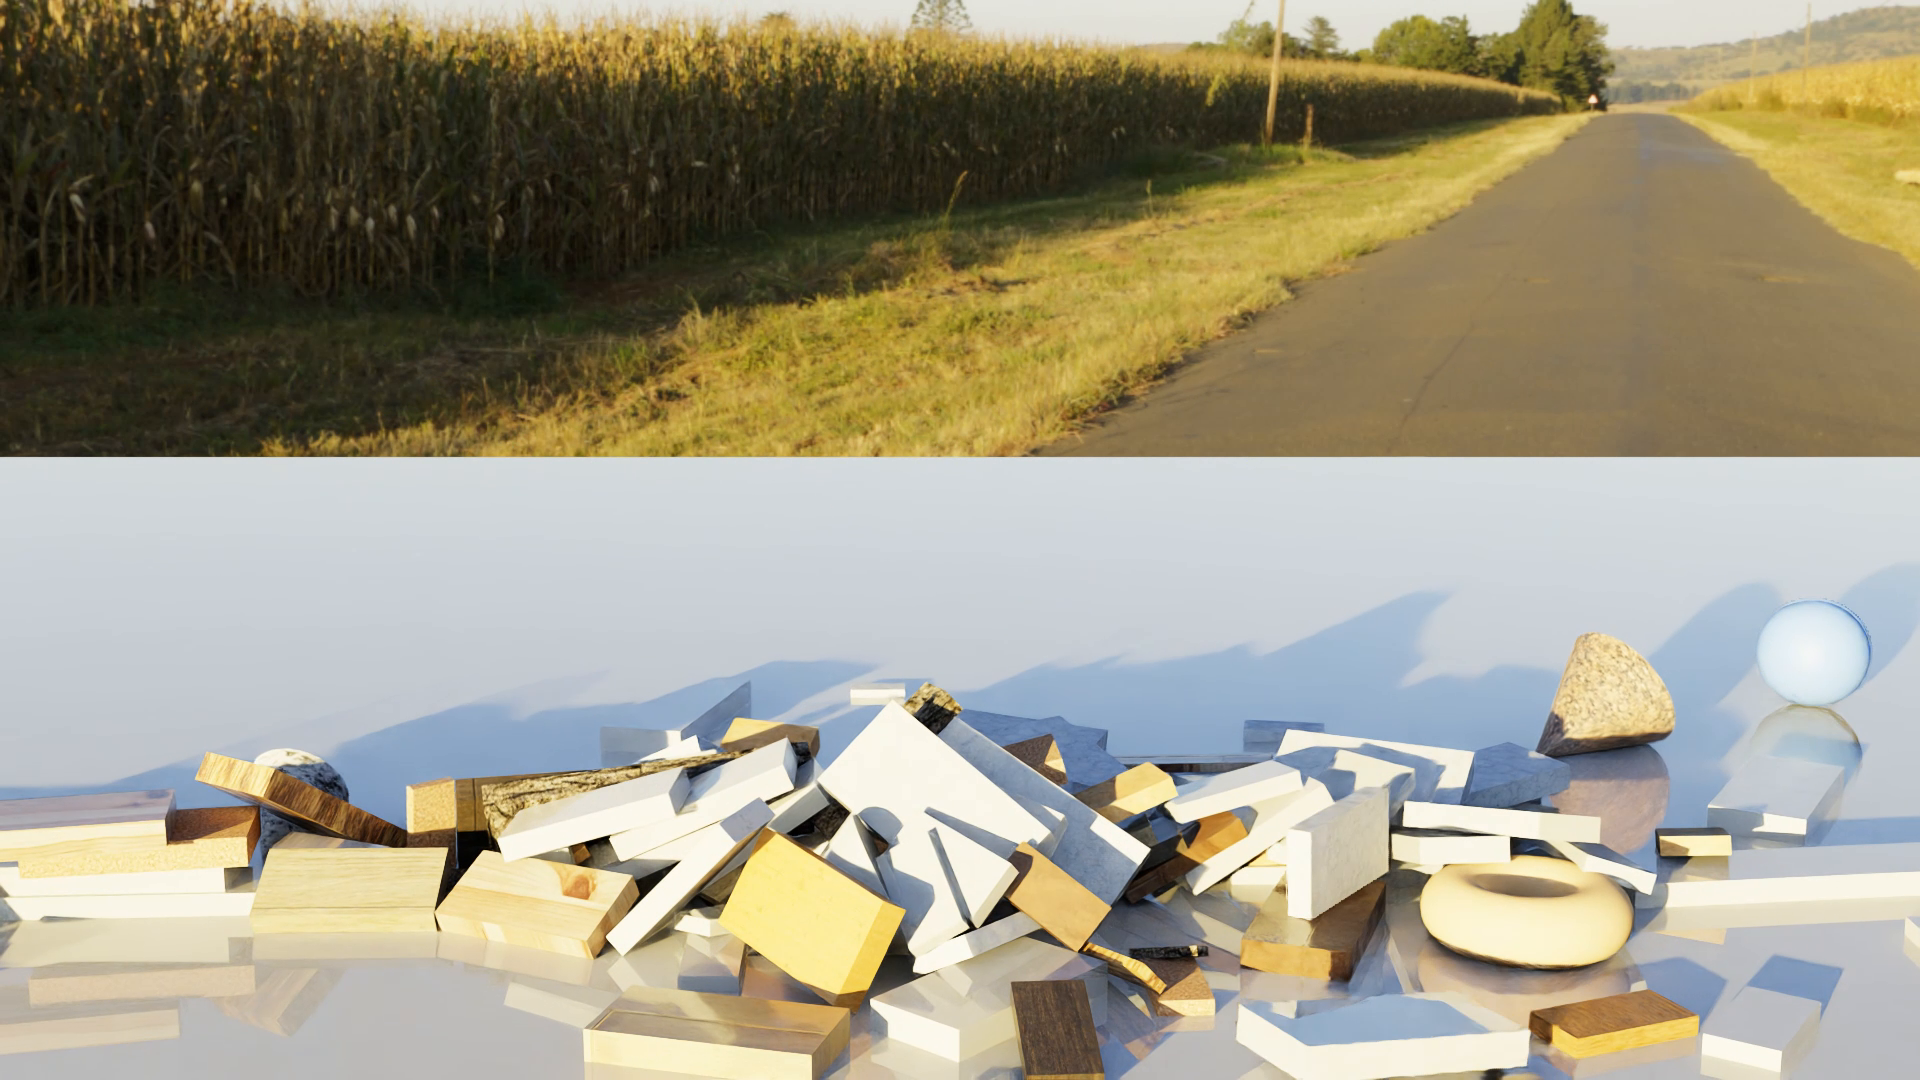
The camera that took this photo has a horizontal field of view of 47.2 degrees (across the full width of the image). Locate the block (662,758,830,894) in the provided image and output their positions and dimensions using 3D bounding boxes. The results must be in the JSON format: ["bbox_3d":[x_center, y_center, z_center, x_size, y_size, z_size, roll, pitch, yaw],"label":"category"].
[{"bbox_3d":[-0.356,0.486,3.660,0.307,0.043,0.153,-34,11,2],"label":"block"}]

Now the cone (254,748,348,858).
[{"bbox_3d":[-1.210,0.502,3.917,0.183,0.183,0.183,1,37,8],"label":"cone"}]

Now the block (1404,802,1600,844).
[{"bbox_3d":[0.887,0.463,3.612,0.145,0.041,0.290,8,-7,-34],"label":"block"}]

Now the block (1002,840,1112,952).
[{"bbox_3d":[0.136,0.539,3.318,0.168,0.084,0.024,36,-15,16],"label":"block"}]

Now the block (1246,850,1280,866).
[{"bbox_3d":[0.585,0.523,3.782,0.212,0.030,0.106,-1,11,-8],"label":"block"}]

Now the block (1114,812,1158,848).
[{"bbox_3d":[0.207,0.519,3.660,0.239,0.034,0.119,-24,11,2],"label":"block"}]

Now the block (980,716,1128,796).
[{"bbox_3d":[0.185,0.430,4.171,0.174,0.049,0.348,-9,19,-21],"label":"block"}]

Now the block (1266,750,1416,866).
[{"bbox_3d":[0.651,0.466,3.744,0.141,0.040,0.282,13,36,32],"label":"block"}]

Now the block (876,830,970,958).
[{"bbox_3d":[-0.057,0.527,3.290,0.090,0.026,0.180,-31,46,6],"label":"block"}]

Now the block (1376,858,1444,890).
[{"bbox_3d":[0.721,0.550,3.804,0.106,0.030,0.212,-7,12,-32],"label":"block"}]

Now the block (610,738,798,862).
[{"bbox_3d":[-0.419,0.426,3.619,0.307,0.043,0.153,-23,11,3],"label":"block"}]

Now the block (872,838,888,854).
[{"bbox_3d":[-0.193,0.521,3.659,0.311,0.044,0.155,-18,11,1],"label":"block"}]

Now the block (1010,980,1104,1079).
[{"bbox_3d":[0.131,0.674,2.997,0.103,0.029,0.207,0,25,-5],"label":"block"}]

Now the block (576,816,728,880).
[{"bbox_3d":[-0.517,0.510,3.654,0.307,0.043,0.153,-24,11,1],"label":"block"}]

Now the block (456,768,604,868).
[{"bbox_3d":[-0.688,0.477,3.796,0.351,0.176,0.050,-3,43,-14],"label":"block"}]

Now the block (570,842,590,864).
[{"bbox_3d":[-0.676,0.547,3.654,0.131,0.019,0.066,-34,11,-9],"label":"block"}]

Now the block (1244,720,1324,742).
[{"bbox_3d":[0.680,0.403,4.613,0.167,0.024,0.083,2,11,10],"label":"block"}]

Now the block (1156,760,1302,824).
[{"bbox_3d":[0.451,0.424,3.711,0.223,0.032,0.112,-14,7,-15],"label":"block"}]

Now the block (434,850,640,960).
[{"bbox_3d":[-0.669,0.575,3.476,0.289,0.041,0.144,5,38,25],"label":"block"}]

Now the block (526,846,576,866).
[{"bbox_3d":[-0.696,0.546,3.609,0.131,0.019,0.066,-27,49,0],"label":"block"}]

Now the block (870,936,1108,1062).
[{"bbox_3d":[0.046,0.658,3.176,0.166,0.047,0.332,9,14,40],"label":"block"}]

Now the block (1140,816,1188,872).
[{"bbox_3d":[0.263,0.531,3.660,0.223,0.032,0.112,-24,11,1],"label":"block"}]

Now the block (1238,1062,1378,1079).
[{"bbox_3d":[0.428,0.723,2.858,0.121,0.034,0.242,9,14,39],"label":"block"}]

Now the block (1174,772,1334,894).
[{"bbox_3d":[0.480,0.490,3.709,0.282,0.040,0.141,-32,12,-10],"label":"block"}]

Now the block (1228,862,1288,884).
[{"bbox_3d":[0.511,0.548,3.815,0.106,0.030,0.212,0,11,-1],"label":"block"}]

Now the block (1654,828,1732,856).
[{"bbox_3d":[1.261,0.519,3.789,0.113,0.032,0.226,-3,-4,15],"label":"block"}]

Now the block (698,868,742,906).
[{"bbox_3d":[-0.389,0.568,3.614,0.065,0.018,0.130,-39,19,-20],"label":"block"}]

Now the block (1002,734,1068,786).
[{"bbox_3d":[0.017,0.405,3.676,0.310,0.044,0.155,-15,11,-1],"label":"block"}]

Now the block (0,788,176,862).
[{"bbox_3d":[-1.444,0.458,3.514,0.347,0.049,0.174,-3,11,-14],"label":"block"}]

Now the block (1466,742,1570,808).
[{"bbox_3d":[0.960,0.461,4.144,0.339,0.048,0.170,-11,15,-26],"label":"block"}]

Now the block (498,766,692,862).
[{"bbox_3d":[-0.591,0.444,3.569,0.289,0.041,0.144,-16,10,6],"label":"block"}]

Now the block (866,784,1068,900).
[{"bbox_3d":[0.002,0.449,3.482,0.303,0.152,0.043,22,-20,23],"label":"block"}]

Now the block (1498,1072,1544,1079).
[{"bbox_3d":[0.727,0.726,2.893,0.108,0.015,0.054,-5,11,-23],"label":"block"}]

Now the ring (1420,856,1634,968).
[{"bbox_3d":[0.885,0.579,3.438,0.325,0.108,0.325,-1,9,0],"label":"ring"}]

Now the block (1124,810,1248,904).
[{"bbox_3d":[0.361,0.521,3.664,0.223,0.032,0.112,-29,11,-7],"label":"block"}]

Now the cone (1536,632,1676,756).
[{"bbox_3d":[1.264,0.374,4.498,0.270,0.270,0.270,-34,24,-20],"label":"cone"}]

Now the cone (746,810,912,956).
[{"bbox_3d":[-0.220,0.585,3.394,0.247,0.247,0.247,-27,12,-1],"label":"cone"}]

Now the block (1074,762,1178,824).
[{"bbox_3d":[0.229,0.442,3.640,0.239,0.034,0.119,-23,11,-10],"label":"block"}]

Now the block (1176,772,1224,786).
[{"bbox_3d":[0.489,0.452,4.099,0.151,0.021,0.076,-1,4,-21],"label":"block"}]

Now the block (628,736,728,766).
[{"bbox_3d":[-0.554,0.435,3.899,0.285,0.040,0.143,-24,-25,13],"label":"block"}]

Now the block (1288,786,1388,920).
[{"bbox_3d":[0.607,0.498,3.520,0.040,0.141,0.282,5,11,35],"label":"block"}]

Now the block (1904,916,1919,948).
[{"bbox_3d":[1.543,0.629,3.376,0.105,0.030,0.210,1,11,3],"label":"block"}]

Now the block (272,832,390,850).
[{"bbox_3d":[-1.047,0.521,3.661,0.170,0.024,0.085,8,10,4],"label":"block"}]

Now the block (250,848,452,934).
[{"bbox_3d":[-0.977,0.562,3.535,0.289,0.041,0.144,0,38,-1],"label":"block"}]

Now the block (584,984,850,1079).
[{"bbox_3d":[-0.334,0.683,3.039,0.328,0.047,0.164,3,11,15],"label":"block"}]
